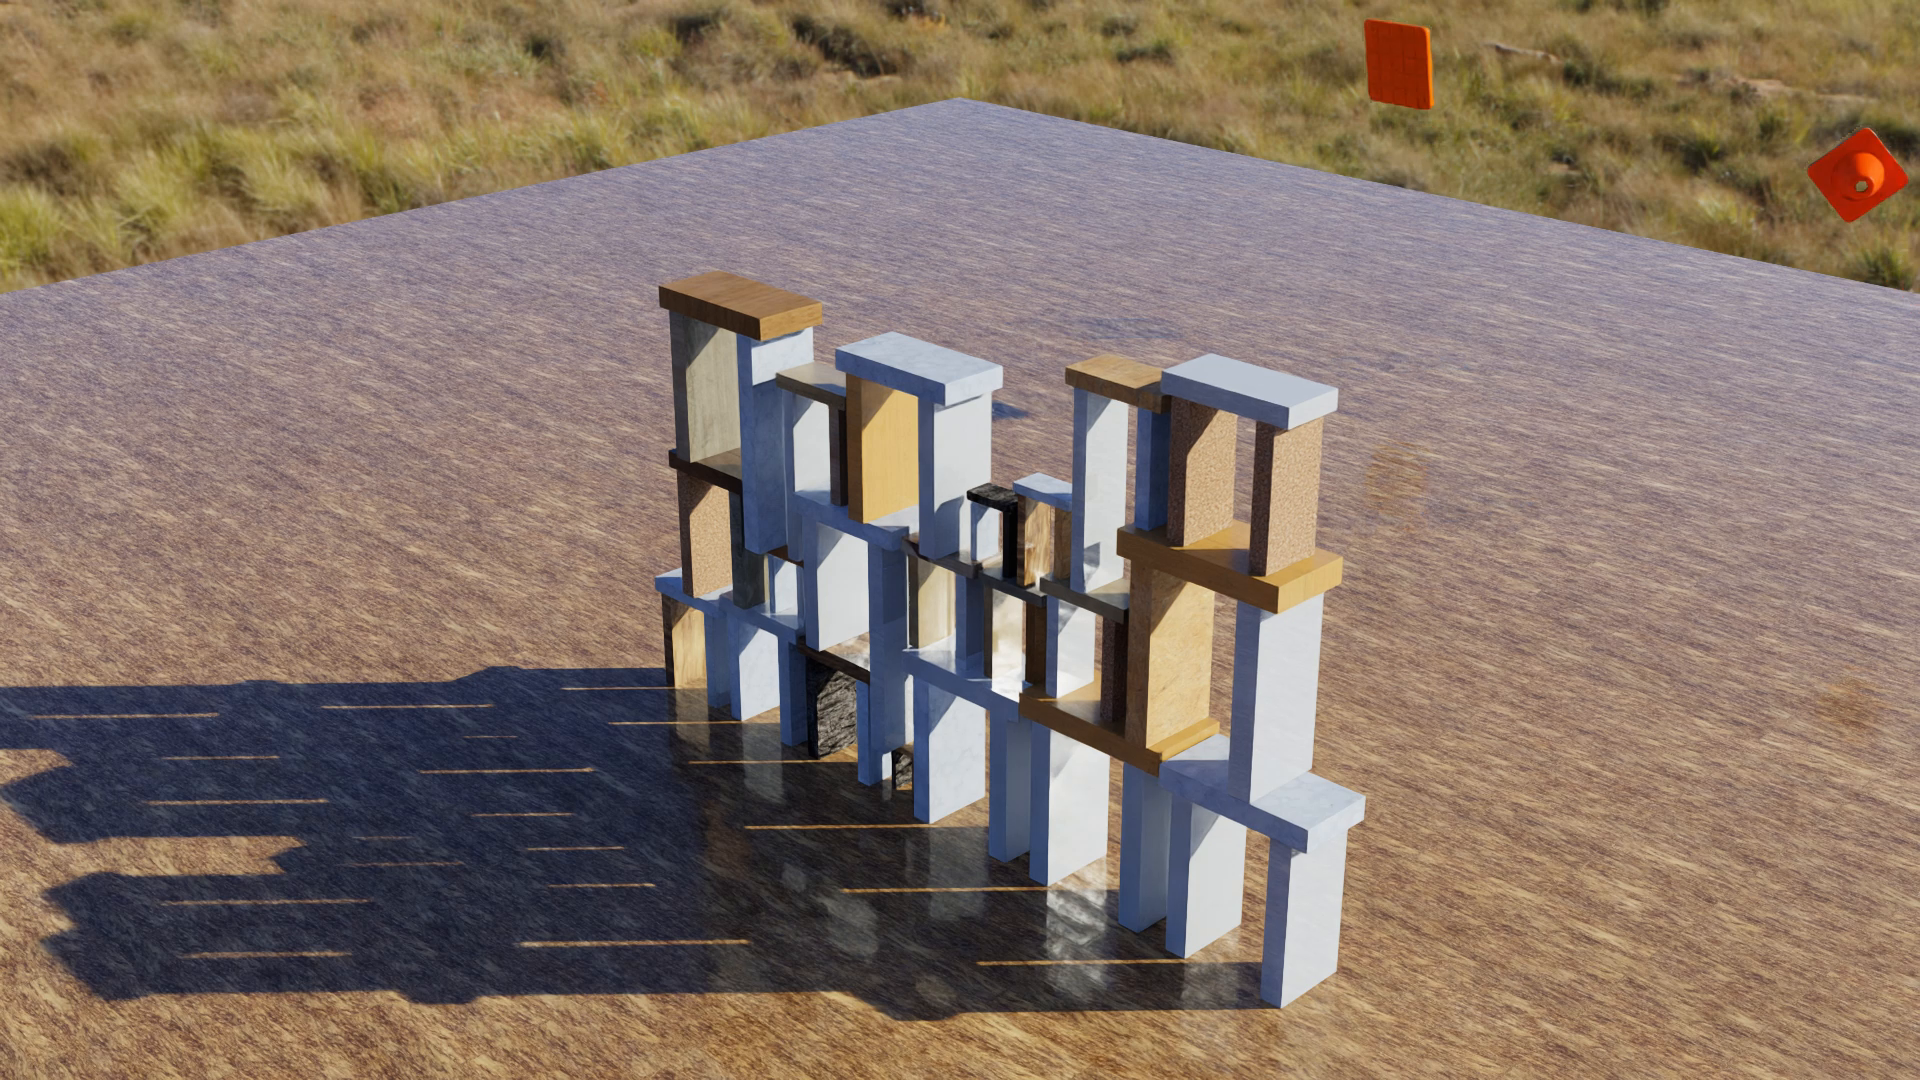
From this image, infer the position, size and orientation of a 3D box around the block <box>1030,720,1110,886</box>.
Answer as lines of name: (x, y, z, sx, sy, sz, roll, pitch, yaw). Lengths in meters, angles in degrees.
block: (0.210, 0.476, 4.204, 0.048, 0.340, 0.170, 21, 31, 41)

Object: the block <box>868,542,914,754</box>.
block: (-0.115, 0.199, 4.439, 0.146, 0.456, 0.041, -21, 31, -41)

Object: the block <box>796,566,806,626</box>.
block: (-0.310, 0.107, 4.605, 0.067, 0.135, 0.019, -21, 31, -41)

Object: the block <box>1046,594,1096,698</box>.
block: (0.205, 0.182, 4.076, 0.029, 0.203, 0.102, 21, 31, 41)

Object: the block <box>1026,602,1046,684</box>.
block: (0.160, 0.182, 4.128, 0.082, 0.164, 0.023, -21, 31, -41)

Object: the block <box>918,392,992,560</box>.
block: (-0.009, -0.134, 4.169, 0.150, 0.316, 0.043, -21, 31, -40)

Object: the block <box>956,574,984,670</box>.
block: (0.037, 0.143, 4.246, 0.028, 0.197, 0.099, 21, 31, 41)

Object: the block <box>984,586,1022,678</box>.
block: (0.083, 0.164, 4.204, 0.023, 0.191, 0.082, 21, 31, 41)

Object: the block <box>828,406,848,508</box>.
block: (-0.211, -0.179, 4.376, 0.103, 0.207, 0.029, -21, 31, -41)

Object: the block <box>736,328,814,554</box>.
block: (-0.375, -0.215, 4.539, 0.163, 0.471, 0.046, -21, 31, -41)

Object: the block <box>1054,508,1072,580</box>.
block: (0.202, -0.003, 4.002, 0.069, 0.138, 0.020, -21, 31, -41)

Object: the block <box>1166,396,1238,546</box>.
block: (0.411, -0.132, 3.721, 0.131, 0.262, 0.037, -21, 31, -40)

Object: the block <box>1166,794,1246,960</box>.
block: (0.447, 0.579, 3.979, 0.046, 0.325, 0.162, 21, 31, 41)

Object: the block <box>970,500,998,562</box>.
block: (0.046, -0.025, 4.164, 0.017, 0.120, 0.060, 20, 30, 39)

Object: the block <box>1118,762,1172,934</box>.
block: (0.371, 0.538, 4.057, 0.048, 0.340, 0.170, 21, 31, 41)

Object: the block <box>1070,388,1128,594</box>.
block: (0.248, -0.099, 3.912, 0.109, 0.385, 0.031, -21, 31, -41)

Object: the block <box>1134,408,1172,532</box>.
block: (0.350, -0.135, 3.784, 0.109, 0.219, 0.031, -21, 31, -41)

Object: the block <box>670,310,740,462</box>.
block: (-0.528, -0.342, 4.652, 0.046, 0.326, 0.163, 21, 31, 41)

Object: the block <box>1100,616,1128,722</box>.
block: (0.301, 0.220, 3.988, 0.029, 0.203, 0.102, 21, 31, 41)

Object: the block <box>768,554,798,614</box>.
block: (-0.373, 0.082, 4.663, 0.019, 0.135, 0.067, 21, 31, 41)

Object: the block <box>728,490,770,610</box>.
block: (-0.425, 0.005, 4.683, 0.037, 0.262, 0.131, 21, 31, 41)

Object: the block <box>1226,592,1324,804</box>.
block: (0.538, 0.250, 3.752, 0.175, 0.367, 0.049, -21, 31, -41)

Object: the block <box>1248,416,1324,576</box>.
block: (0.535, -0.084, 3.607, 0.131, 0.262, 0.037, -21, 31, -40)

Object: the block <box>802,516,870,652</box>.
block: (-0.253, 0.070, 4.534, 0.041, 0.292, 0.146, 21, 31, 41)

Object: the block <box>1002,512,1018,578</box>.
block: (0.107, 0.002, 4.115, 0.017, 0.131, 0.060, 21, 31, 41)

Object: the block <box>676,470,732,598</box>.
block: (-0.548, -0.030, 4.803, 0.037, 0.292, 0.131, 21, 31, 41)

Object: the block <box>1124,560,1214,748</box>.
block: (0.374, 0.178, 3.900, 0.049, 0.349, 0.175, 21, 31, 41)

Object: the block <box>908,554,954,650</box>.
block: (-0.056, 0.107, 4.331, 0.028, 0.197, 0.099, 21, 31, 41)

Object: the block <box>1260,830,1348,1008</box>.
block: (0.601, 0.639, 3.838, 0.046, 0.325, 0.162, 21, 31, 41)

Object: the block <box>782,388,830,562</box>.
block: (-0.308, -0.143, 4.499, 0.029, 0.369, 0.103, 21, 31, 41)

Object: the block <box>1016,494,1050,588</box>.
block: (0.137, -0.007, 4.071, 0.069, 0.183, 0.020, -21, 31, -41)

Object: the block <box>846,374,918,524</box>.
block: (-0.151, -0.196, 4.297, 0.150, 0.301, 0.043, -21, 31, -41)
